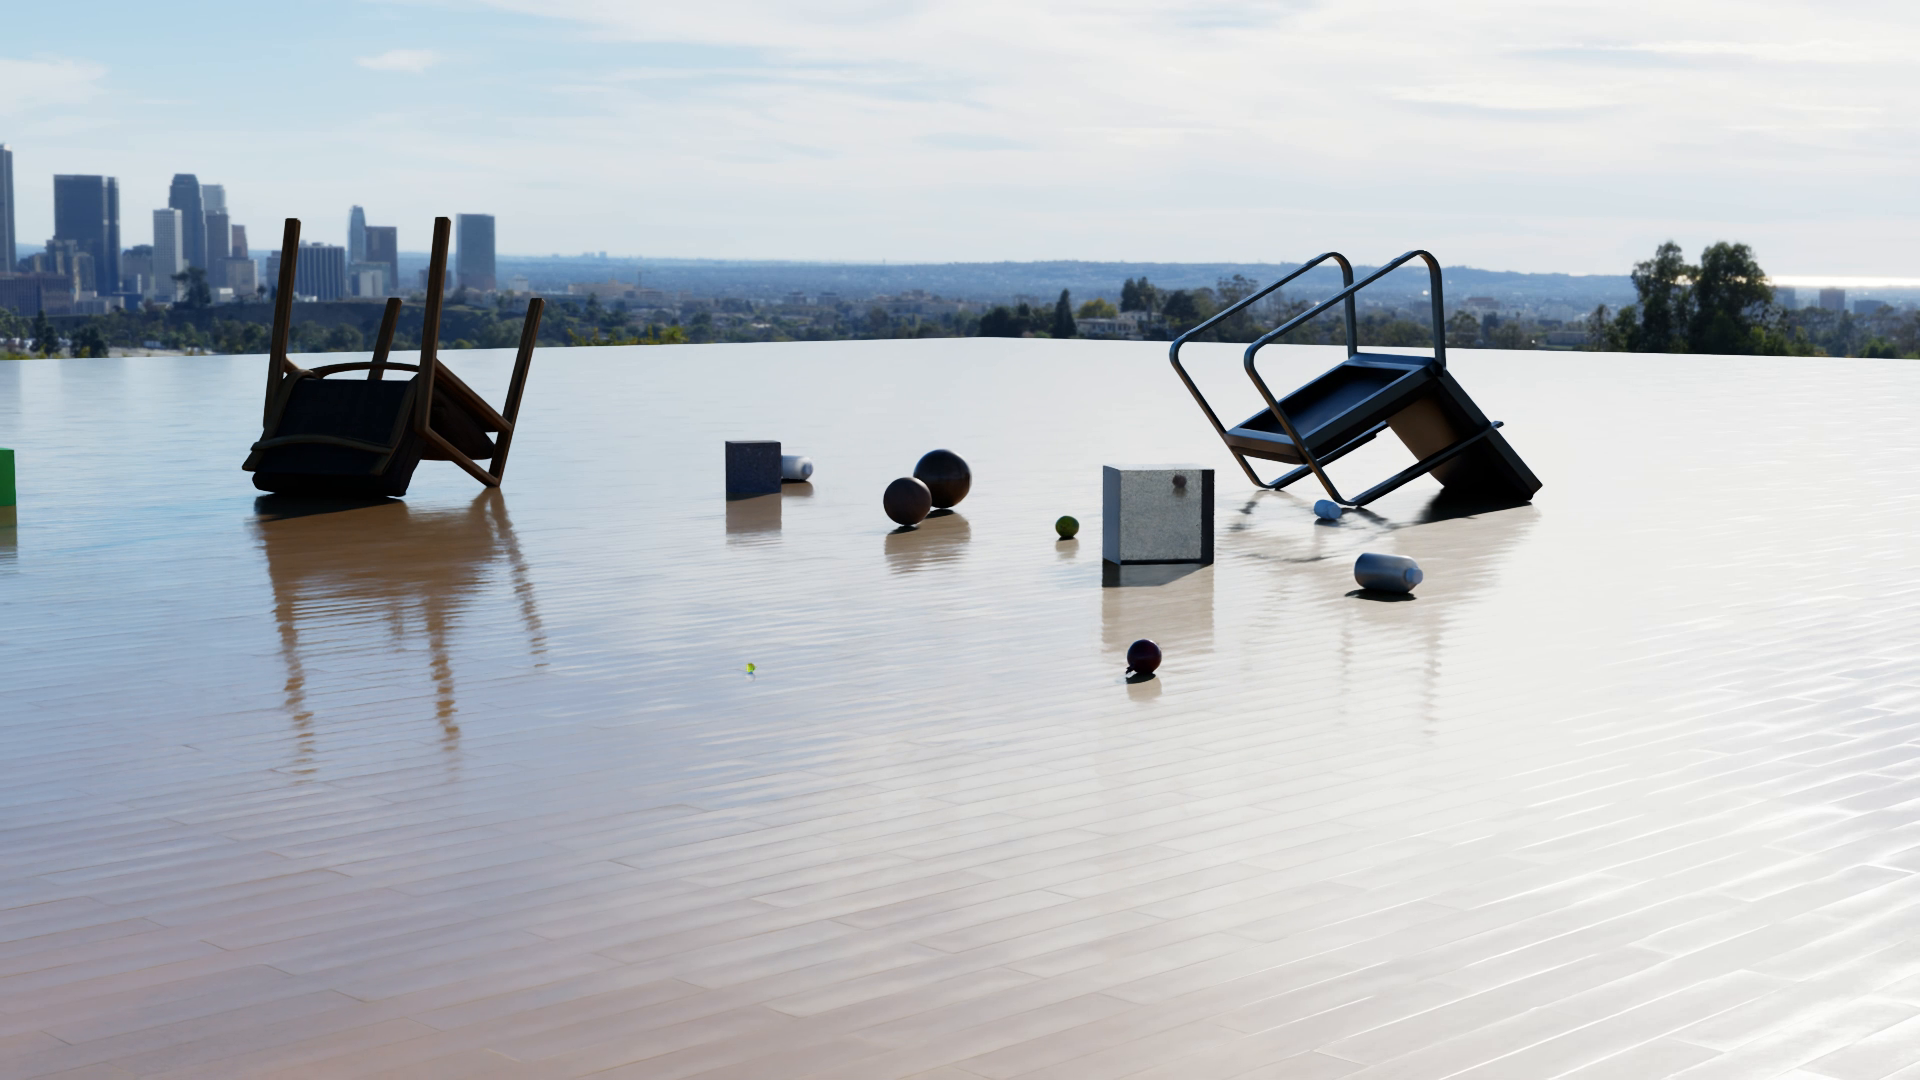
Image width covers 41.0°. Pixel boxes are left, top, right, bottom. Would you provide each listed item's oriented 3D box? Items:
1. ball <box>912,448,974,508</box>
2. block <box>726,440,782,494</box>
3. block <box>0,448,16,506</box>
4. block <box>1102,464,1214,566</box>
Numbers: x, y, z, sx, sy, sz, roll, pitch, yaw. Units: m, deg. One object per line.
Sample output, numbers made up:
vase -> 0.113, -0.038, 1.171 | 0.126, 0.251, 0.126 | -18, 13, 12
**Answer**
ball -> -0.049, -0.174, 7.269 | 0.171, 0.171, 0.171 | 0, 6, 0
block -> -0.633, -0.225, 7.851 | 0.150, 0.153, 0.112 | -2, 6, -17
block -> -2.860, -0.183, 7.407 | 0.204, 0.160, 0.197 | -4, 7, -36
block -> 0.458, -0.061, 5.945 | 0.220, 0.218, 0.180 | -1, 6, -10
